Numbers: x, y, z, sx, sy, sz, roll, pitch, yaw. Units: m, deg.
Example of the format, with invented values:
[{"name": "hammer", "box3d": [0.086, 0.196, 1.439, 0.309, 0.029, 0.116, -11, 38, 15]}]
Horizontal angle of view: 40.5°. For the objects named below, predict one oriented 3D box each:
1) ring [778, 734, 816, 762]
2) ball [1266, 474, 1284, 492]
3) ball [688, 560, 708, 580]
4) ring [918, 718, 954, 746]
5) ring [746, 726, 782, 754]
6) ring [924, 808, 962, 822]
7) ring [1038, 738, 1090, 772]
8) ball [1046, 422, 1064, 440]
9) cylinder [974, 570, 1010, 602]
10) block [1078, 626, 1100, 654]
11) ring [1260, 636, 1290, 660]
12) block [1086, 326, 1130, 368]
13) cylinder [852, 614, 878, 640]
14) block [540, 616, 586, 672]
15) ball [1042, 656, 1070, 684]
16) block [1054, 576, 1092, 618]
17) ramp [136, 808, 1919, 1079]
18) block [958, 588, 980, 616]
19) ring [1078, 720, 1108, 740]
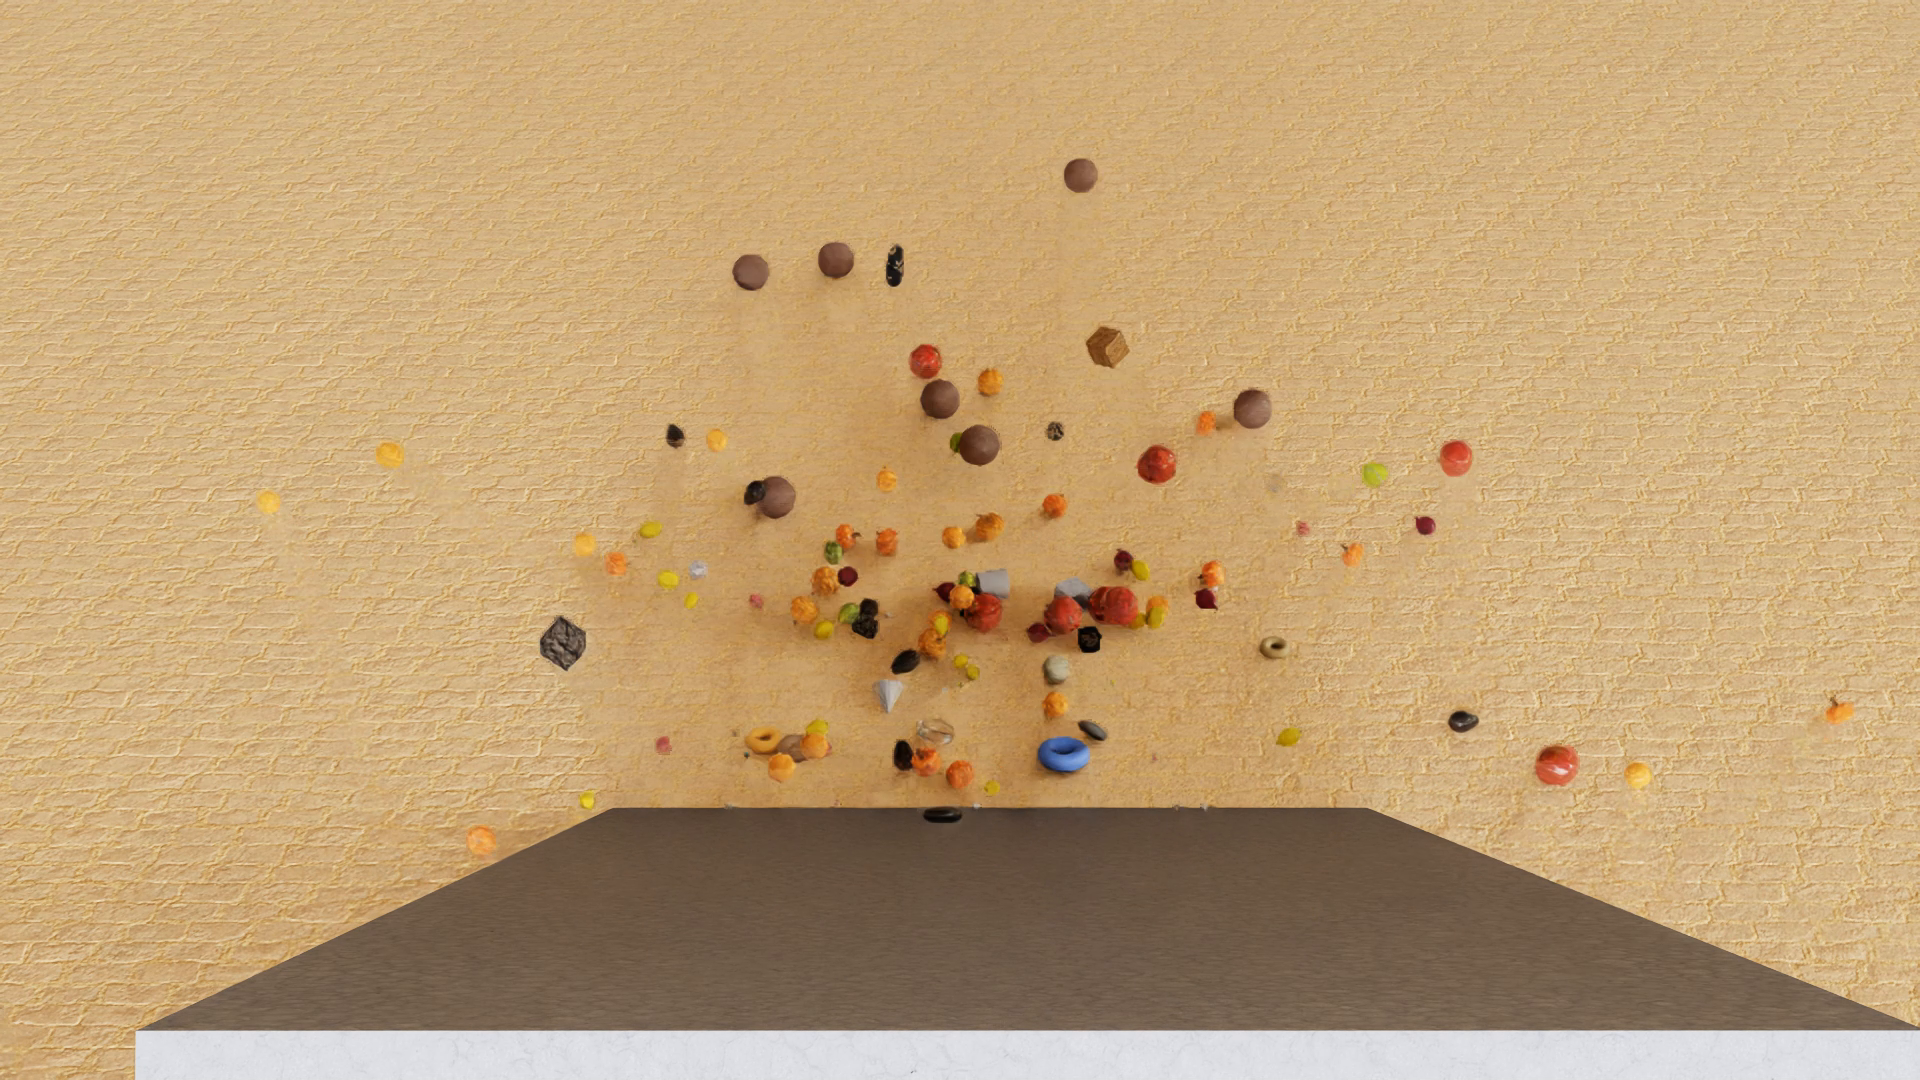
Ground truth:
[{"name": "ring", "box3d": [-0.452, 0.575, 7.183, 0.106, 0.035, 0.106, 1, 35, -1]}, {"name": "ball", "box3d": [0.993, -0.179, 8.188, 0.056, 0.056, 0.056, 0, 36, 0]}, {"name": "ball", "box3d": [-0.788, 0.091, 7.821, 0.057, 0.057, 0.057, 0, 36, 0]}, {"name": "ring", "box3d": [-0.066, 0.533, 7.230, 0.108, 0.036, 0.108, 11, 26, -6]}, {"name": "ring", "box3d": [-0.544, 0.553, 7.214, 0.101, 0.034, 0.101, 0, 36, 0]}, {"name": "ring", "box3d": [-0.041, 0.672, 6.365, 0.098, 0.033, 0.098, -1, -2, 0]}, {"name": "ring", "box3d": [0.284, 0.589, 7.138, 0.145, 0.048, 0.145, 0, 25, 0]}, {"name": "ball", "box3d": [0.309, -0.352, 8.420, 0.060, 0.060, 0.060, 0, 36, 0]}, {"name": "cylinder", "box3d": [0.097, 0.135, 7.735, 0.087, 0.087, 0.087, -7, 37, -10]}, {"name": "block", "box3d": [0.376, 0.290, 7.551, 0.053, 0.053, 0.053, -8, 32, -11]}, {"name": "ring", "box3d": [0.912, 0.313, 7.544, 0.088, 0.029, 0.088, 0, 38, 0]}, {"name": "block", "box3d": [0.488, -0.637, 8.600, 0.090, 0.090, 0.090, 20, 58, 44]}, {"name": "cylinder", "box3d": [-0.278, 0.252, 7.602, 0.057, 0.057, 0.057, 27, 44, 32]}, {"name": "block", "box3d": [-1.129, 0.295, 7.402, 0.092, 0.092, 0.092, 34, 19, -25]}, {"name": "ball", "box3d": [0.275, 0.369, 7.424, 0.081, 0.081, 0.081, 0, 36, 0]}, {"name": "block", "box3d": [0.334, 0.169, 7.698, 0.077, 0.077, 0.077, -22, 42, -27]}, {"name": "ramp", "box3d": [0.080, 0.679, 4.898, 2.000, 0.100, 4.000, 0, -2, 0]}, {"name": "block", "box3d": [0.027, 0.183, 7.690, 0.060, 0.060, 0.060, -2, 42, -3]}, {"name": "ring", "box3d": [0.369, 0.528, 7.212, 0.089, 0.089, 0.030, 24, 83, 29]}]
